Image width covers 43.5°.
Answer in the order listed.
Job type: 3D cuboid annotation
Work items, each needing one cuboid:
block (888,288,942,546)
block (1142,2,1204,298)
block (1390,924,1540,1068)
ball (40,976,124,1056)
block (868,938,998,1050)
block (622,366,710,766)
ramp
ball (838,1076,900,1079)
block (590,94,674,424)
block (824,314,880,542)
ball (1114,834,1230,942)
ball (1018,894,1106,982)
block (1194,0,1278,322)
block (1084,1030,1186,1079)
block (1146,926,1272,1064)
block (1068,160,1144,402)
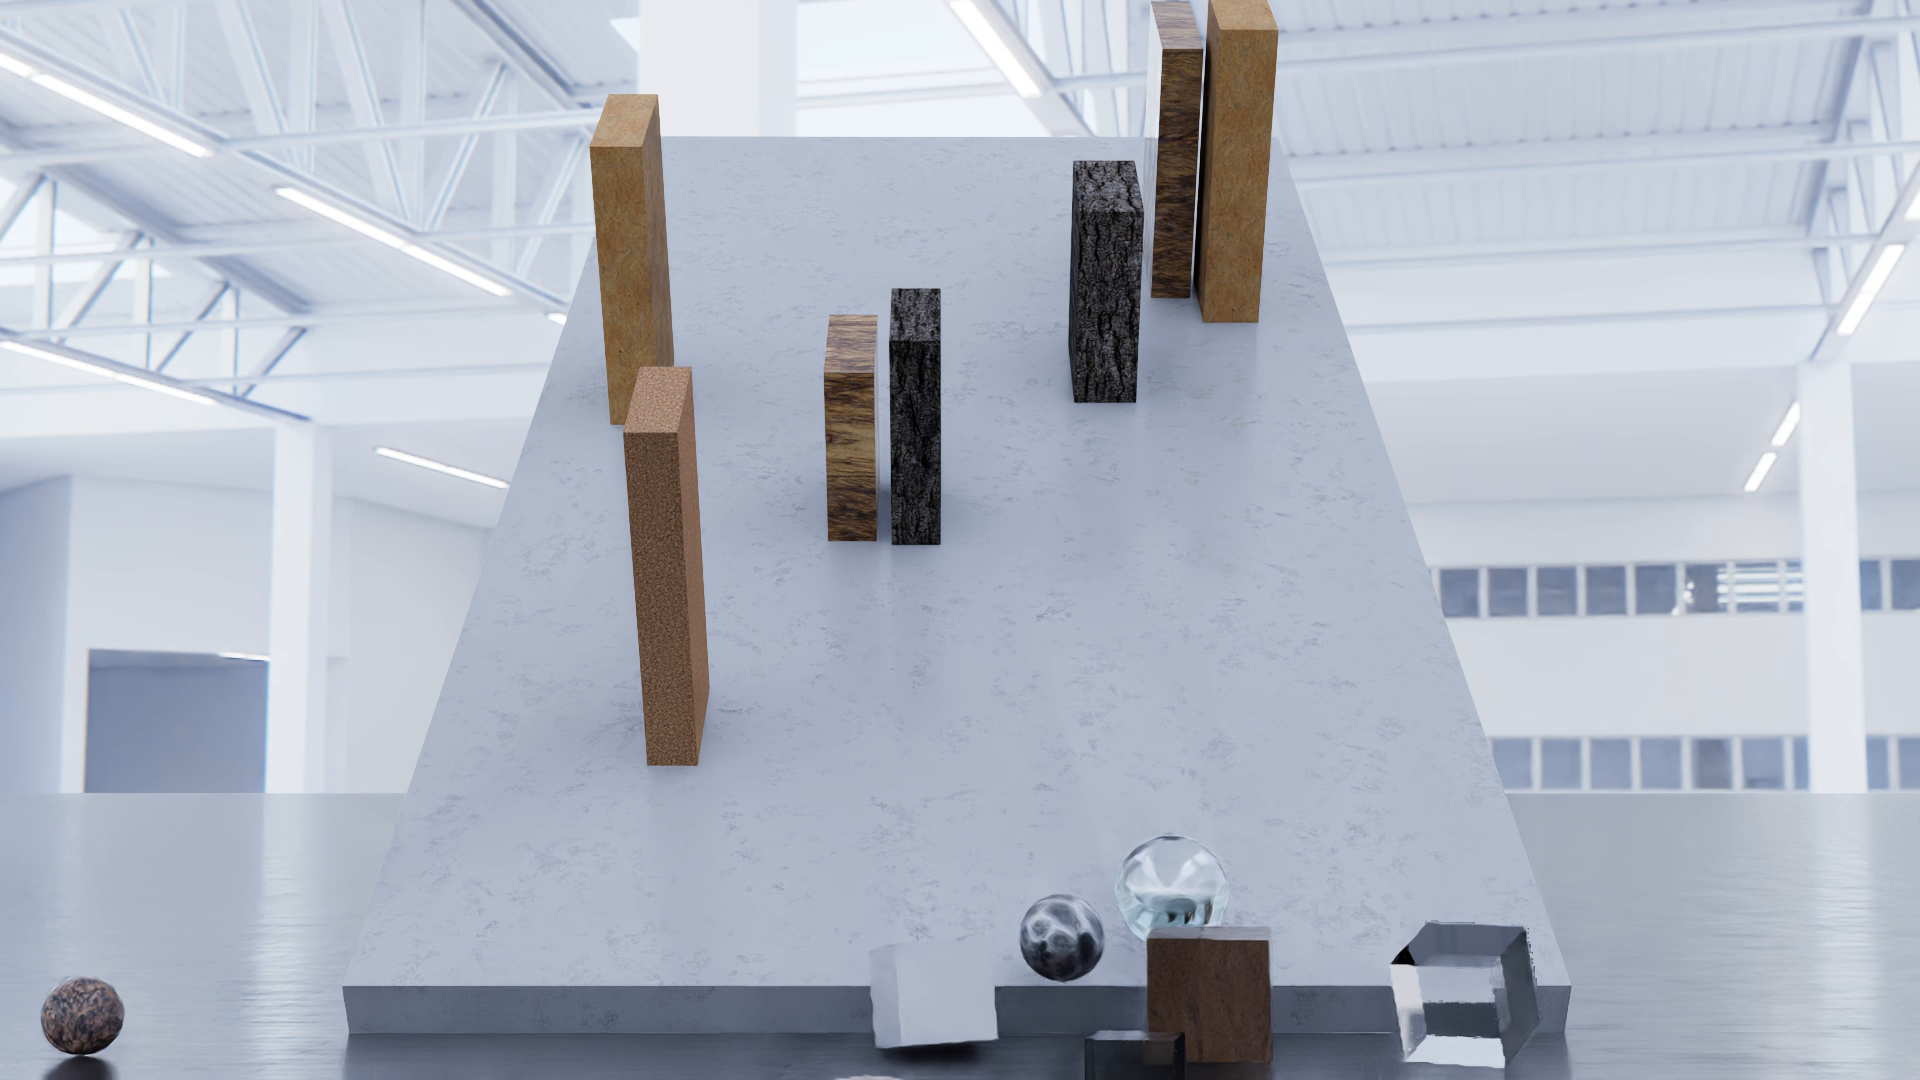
[{"bbox_3d":[-0.094,-0.265,5.179,0.106,0.482,0.271,0,29,0],"label":"block"},{"bbox_3d":[0.554,-1.029,6.342,0.103,0.674,0.403,0,29,0],"label":"block"},{"bbox_3d":[0.747,0.670,3.556,0.154,0.154,0.154,-4,13,33],"label":"block"},{"bbox_3d":[-1.324,0.718,3.633,0.119,0.119,0.119,0,-6,0],"label":"ball"},{"bbox_3d":[-0.043,0.695,3.686,0.151,0.151,0.151,0,-13,-18],"label":"block"},{"bbox_3d":[-0.532,0.052,4.400,0.093,0.690,0.263,0,29,0],"label":"block"},{"bbox_3d":[-0.013,-0.214,5.680,2.000,0.100,4.000,0,29,0],"label":"ramp"},{"bbox_3d":[-0.067,0.490,1.765,0.191,0.191,0.191,0,-6,0],"label":"ball"},{"bbox_3d":[-0.766,-0.659,5.660,0.116,0.690,0.353,0,29,0],"label":"block"},{"bbox_3d":[-0.232,-0.244,5.222,0.105,0.402,0.294,0,29,0],"label":"block"},{"bbox_3d":[0.350,0.581,3.979,0.188,0.188,0.188,0,-6,0],"label":"ball"},{"bbox_3d":[0.162,0.630,3.811,0.138,0.138,0.138,0,-6,0],"label":"ball"},{"bbox_3d":[0.697,-0.968,6.132,0.142,0.773,0.290,0,29,0],"label":"block"},{"bbox_3d":[0.211,0.648,2.888,0.105,0.105,0.105,-1,-6,13],"label":"block"},{"bbox_3d":[0.378,0.684,3.632,0.180,0.180,0.180,-1,-3,8],"label":"block"},{"bbox_3d":[0.349,-0.625,5.811,0.149,0.490,0.334,0,29,0],"label":"block"}]
